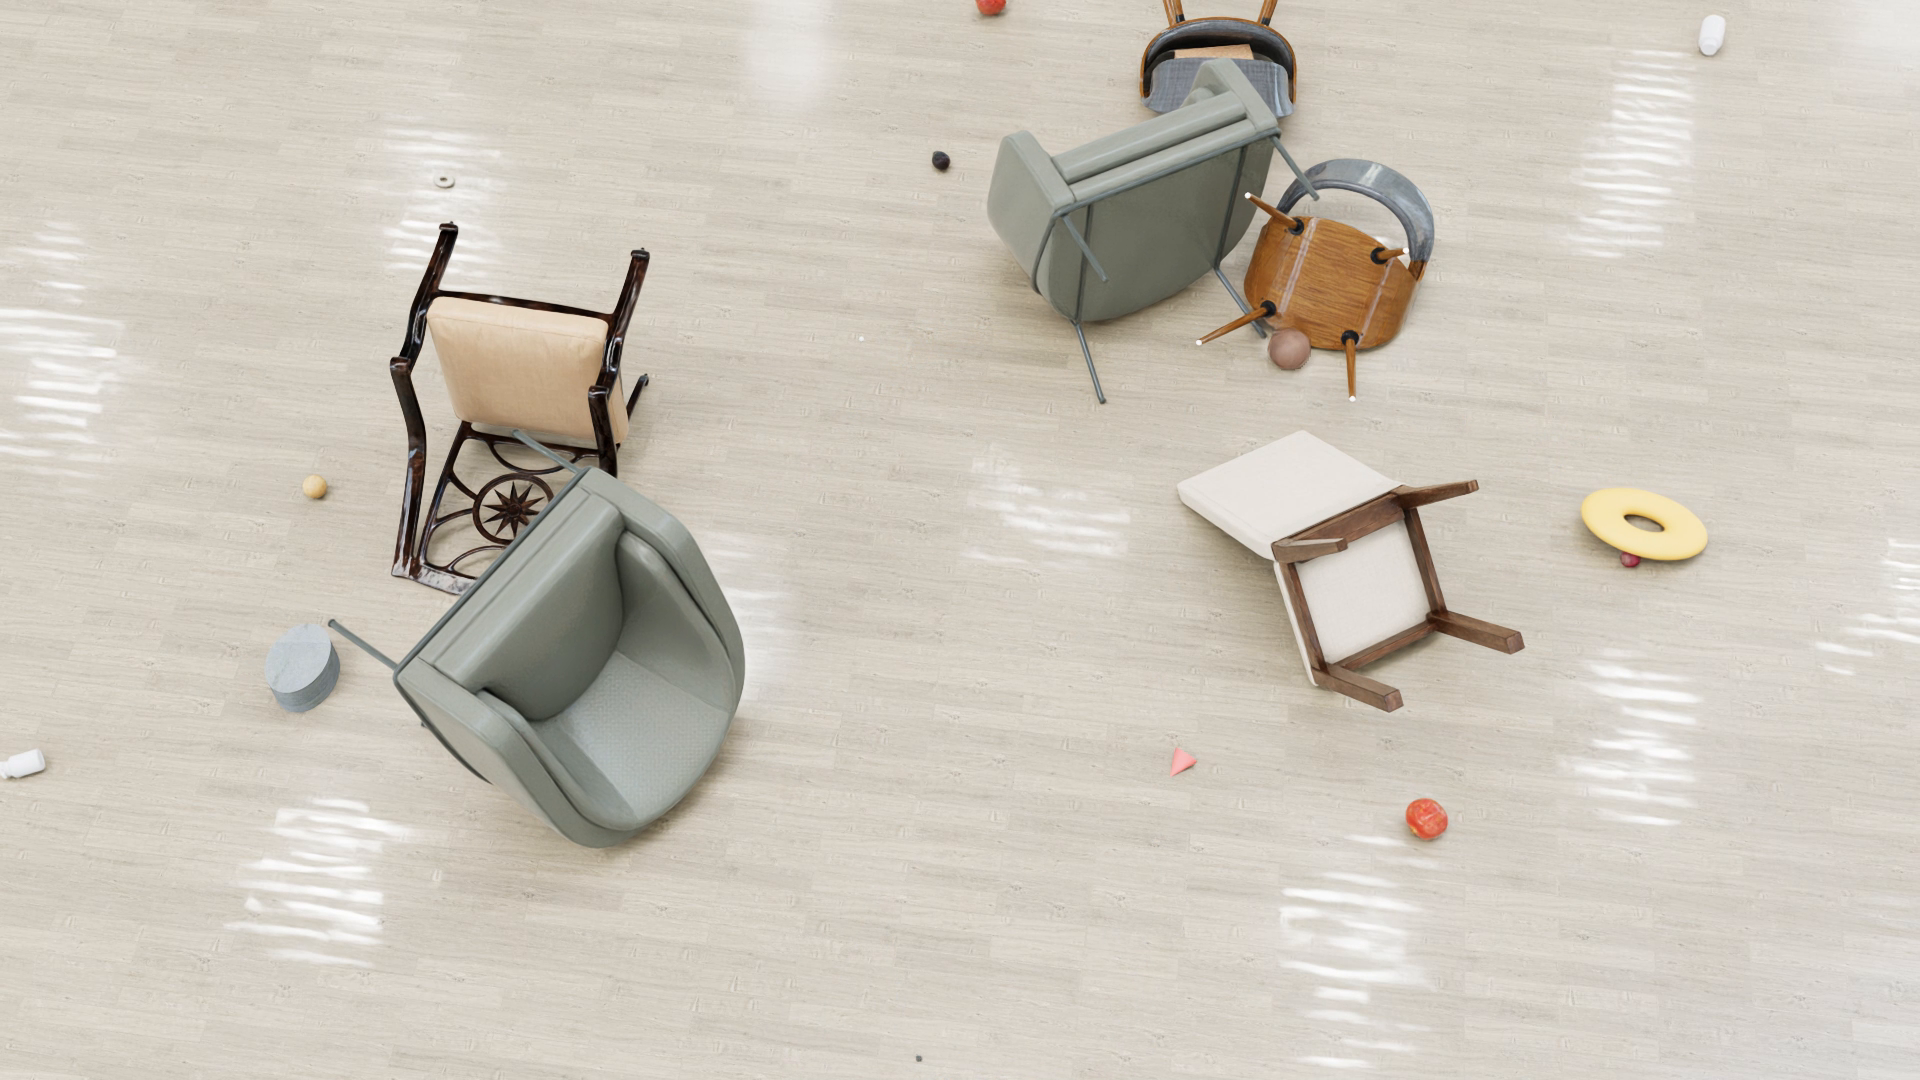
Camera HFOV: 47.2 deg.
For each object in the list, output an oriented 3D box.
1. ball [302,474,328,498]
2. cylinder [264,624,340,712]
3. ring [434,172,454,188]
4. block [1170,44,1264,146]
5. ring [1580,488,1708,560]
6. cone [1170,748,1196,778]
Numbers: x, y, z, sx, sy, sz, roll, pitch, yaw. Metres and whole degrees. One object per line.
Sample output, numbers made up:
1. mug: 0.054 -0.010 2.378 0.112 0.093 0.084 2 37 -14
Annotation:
1. ball: -1.948 -0.161 6.639 0.072 0.072 0.072 0 56 0
2. cylinder: -1.871 0.364 6.260 0.173 0.116 0.232 12 57 8
3. ring: -1.730 -1.206 7.373 0.076 0.018 0.057 22 60 15
4. block: 0.872 -1.511 7.471 0.255 0.194 0.262 -6 56 -4
5. ring: 2.034 -0.049 6.540 0.380 0.064 0.282 14 43 4
6. cone: 0.608 0.631 6.137 0.075 0.047 0.081 32 78 25
